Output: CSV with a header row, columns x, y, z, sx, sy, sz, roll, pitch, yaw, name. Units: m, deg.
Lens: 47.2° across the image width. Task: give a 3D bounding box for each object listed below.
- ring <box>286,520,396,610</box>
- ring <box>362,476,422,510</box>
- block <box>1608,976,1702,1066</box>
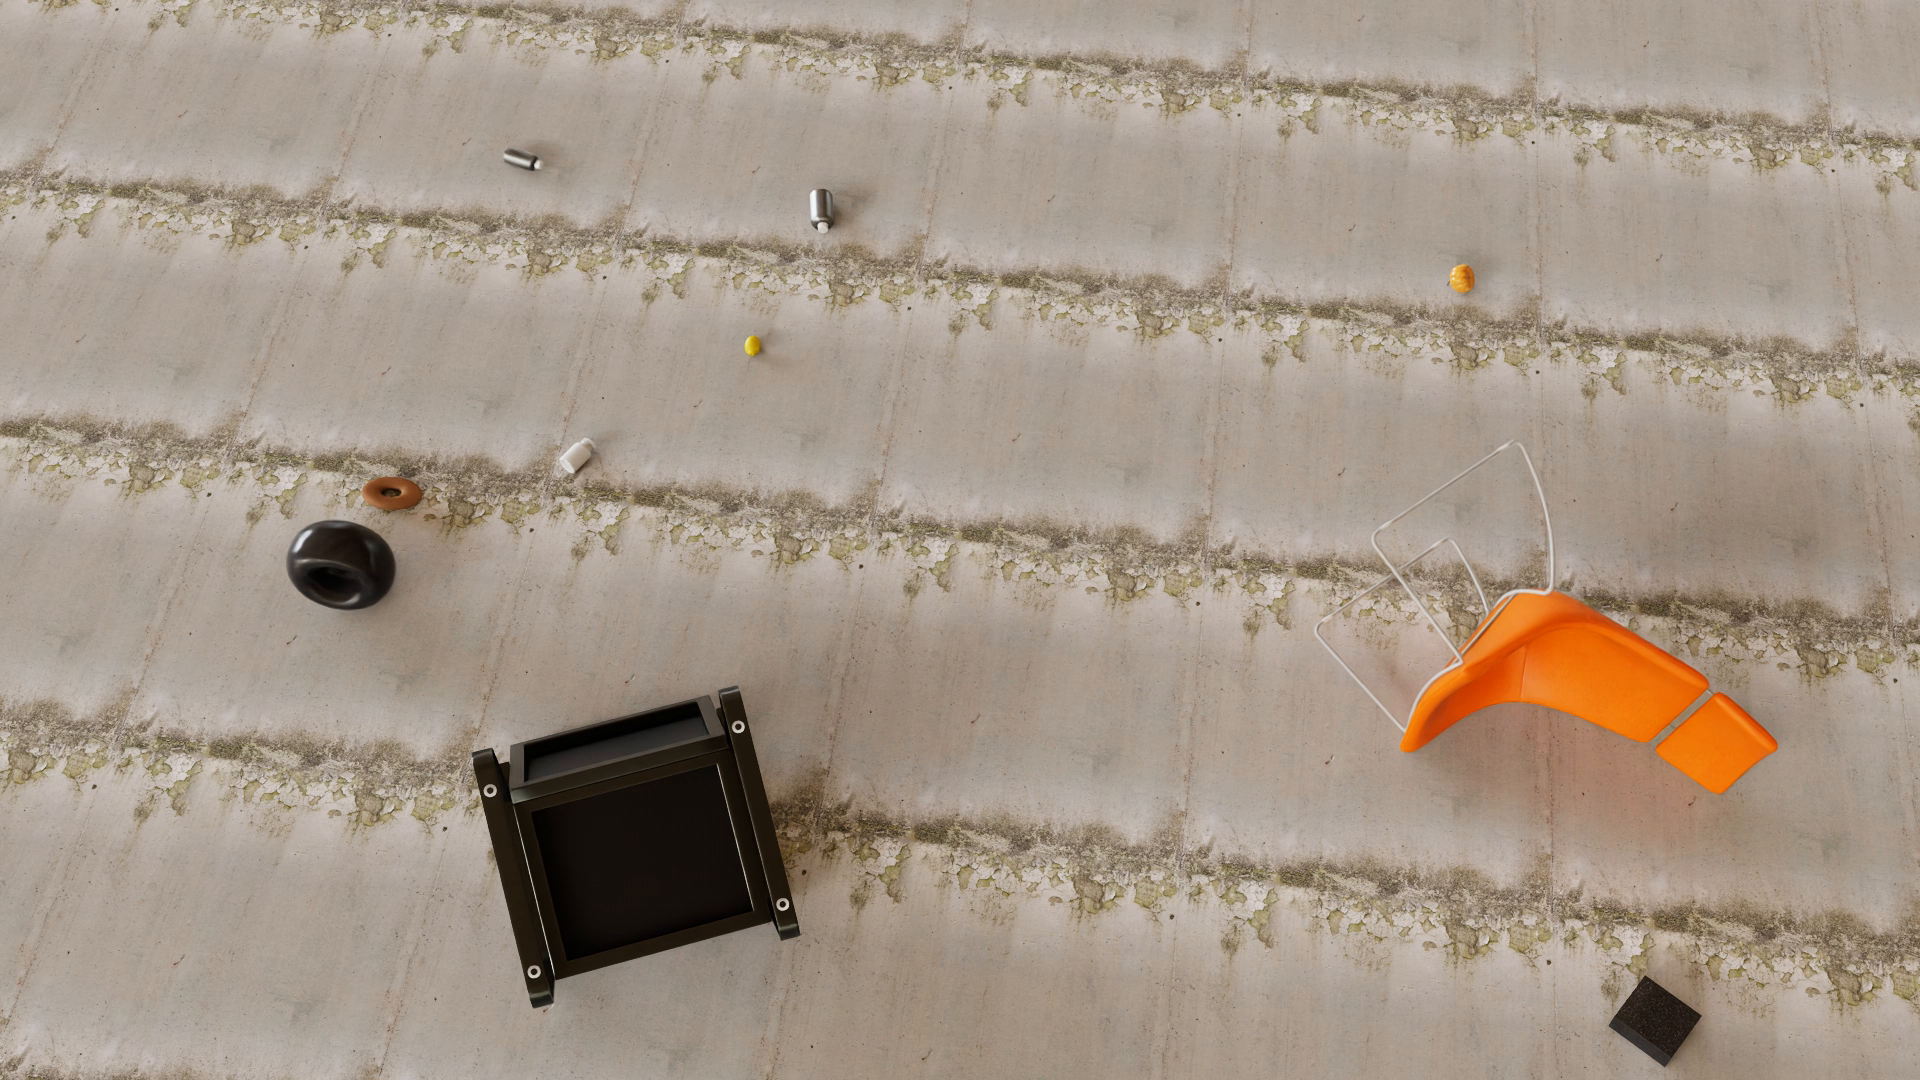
x,y,z,sx,sy,sz,roll,pitch,yaw,name
-1.793,0.073,6.371,0.311,0.265,0.169,17,44,-15,ring
-1.717,-0.141,6.646,0.185,0.038,0.115,6,55,3,ring
1.800,1.246,5.697,0.169,0.068,0.150,36,63,22,block
